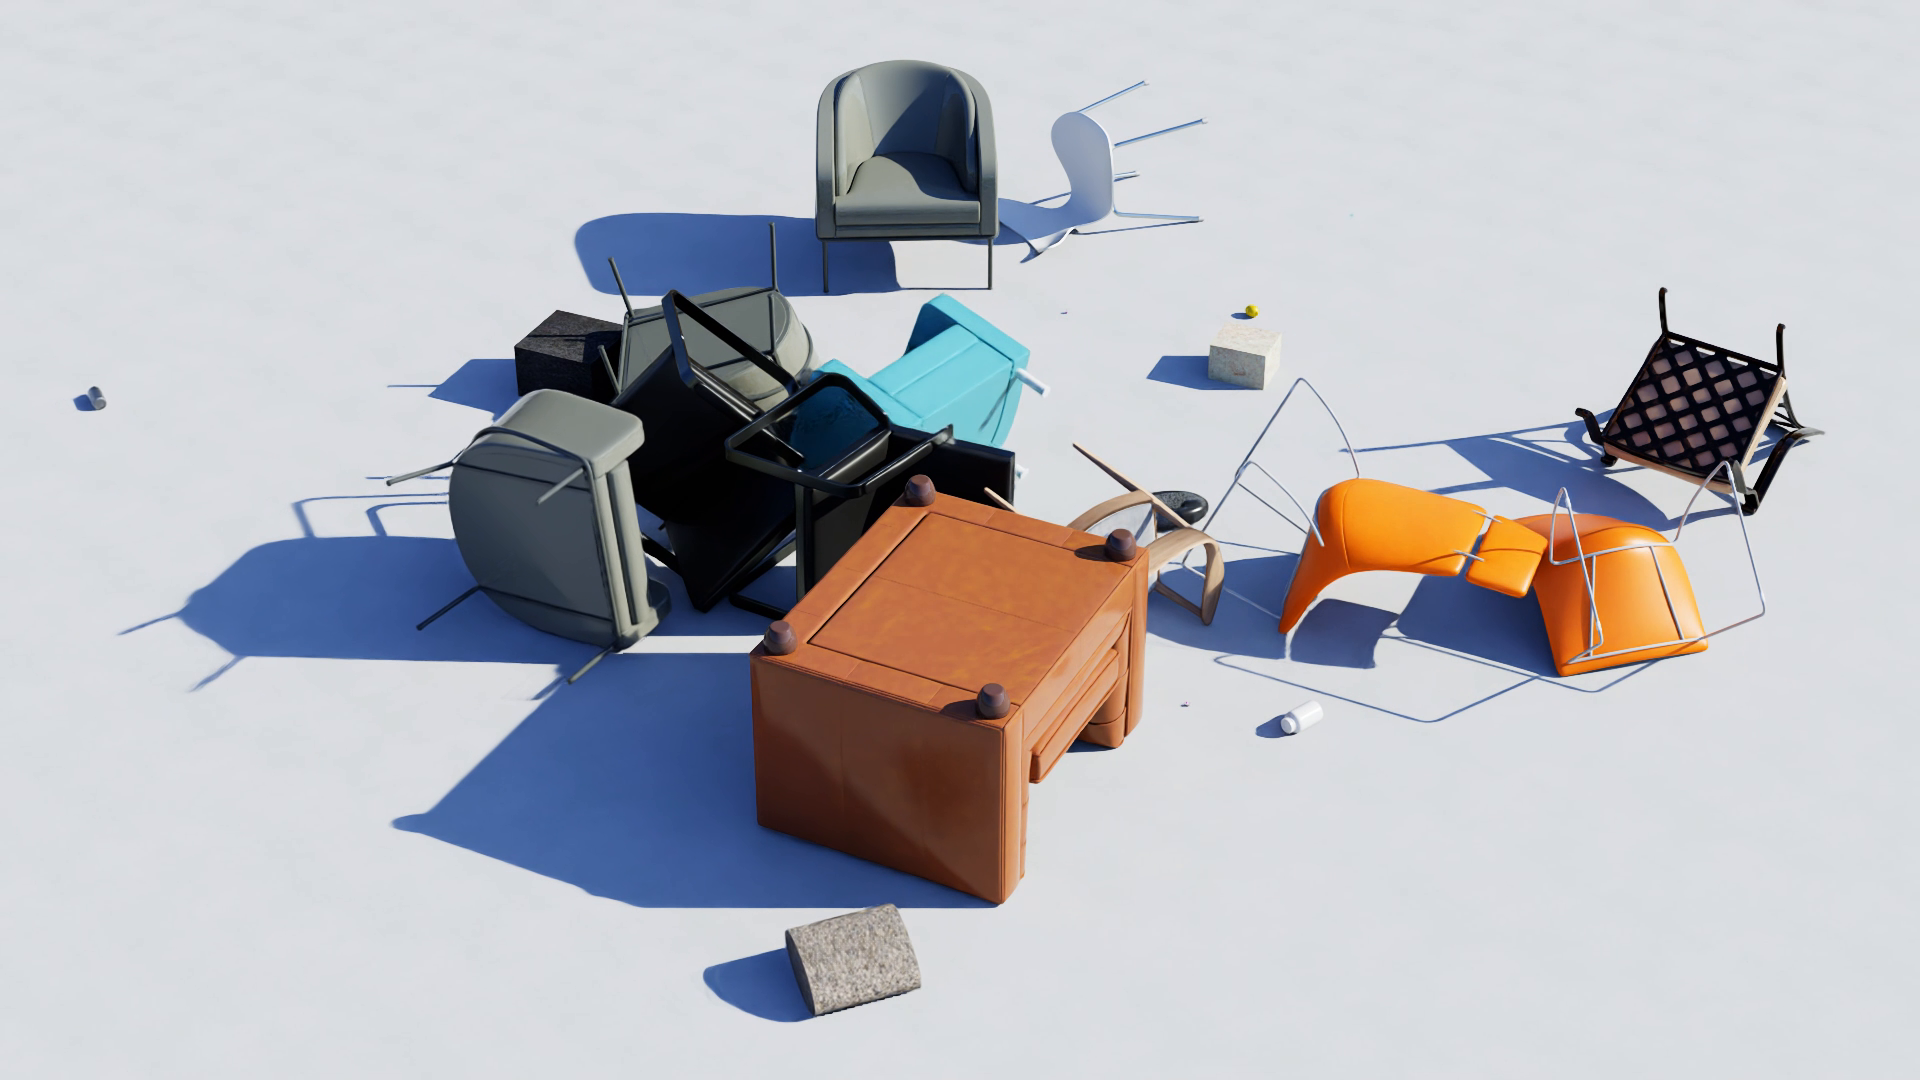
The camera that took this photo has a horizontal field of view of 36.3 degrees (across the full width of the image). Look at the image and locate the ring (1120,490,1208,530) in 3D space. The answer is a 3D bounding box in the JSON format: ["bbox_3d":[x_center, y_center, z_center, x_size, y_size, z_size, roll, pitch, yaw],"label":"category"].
[{"bbox_3d":[0.772,-0.111,11.040,0.345,0.082,0.196,-8,35,-13],"label":"ring"}]

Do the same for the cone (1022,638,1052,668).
[{"bbox_3d":[0.288,0.404,10.297,0.086,0.085,0.135,12,23,-32],"label":"cone"}]

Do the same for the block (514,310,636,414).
[{"bbox_3d":[-1.550,-0.719,11.826,0.353,0.231,0.334,14,36,20],"label":"block"}]

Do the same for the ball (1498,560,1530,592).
[{"bbox_3d":[2.011,0.129,10.644,0.115,0.115,0.115,0,33,0],"label":"ball"}]

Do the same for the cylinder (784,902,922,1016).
[{"bbox_3d":[-0.324,1.266,8.867,0.339,0.147,0.291,-12,57,-18],"label":"cylinder"}]

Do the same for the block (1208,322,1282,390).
[{"bbox_3d":[1.160,-0.750,11.938,0.238,0.159,0.206,13,36,19],"label":"block"}]
